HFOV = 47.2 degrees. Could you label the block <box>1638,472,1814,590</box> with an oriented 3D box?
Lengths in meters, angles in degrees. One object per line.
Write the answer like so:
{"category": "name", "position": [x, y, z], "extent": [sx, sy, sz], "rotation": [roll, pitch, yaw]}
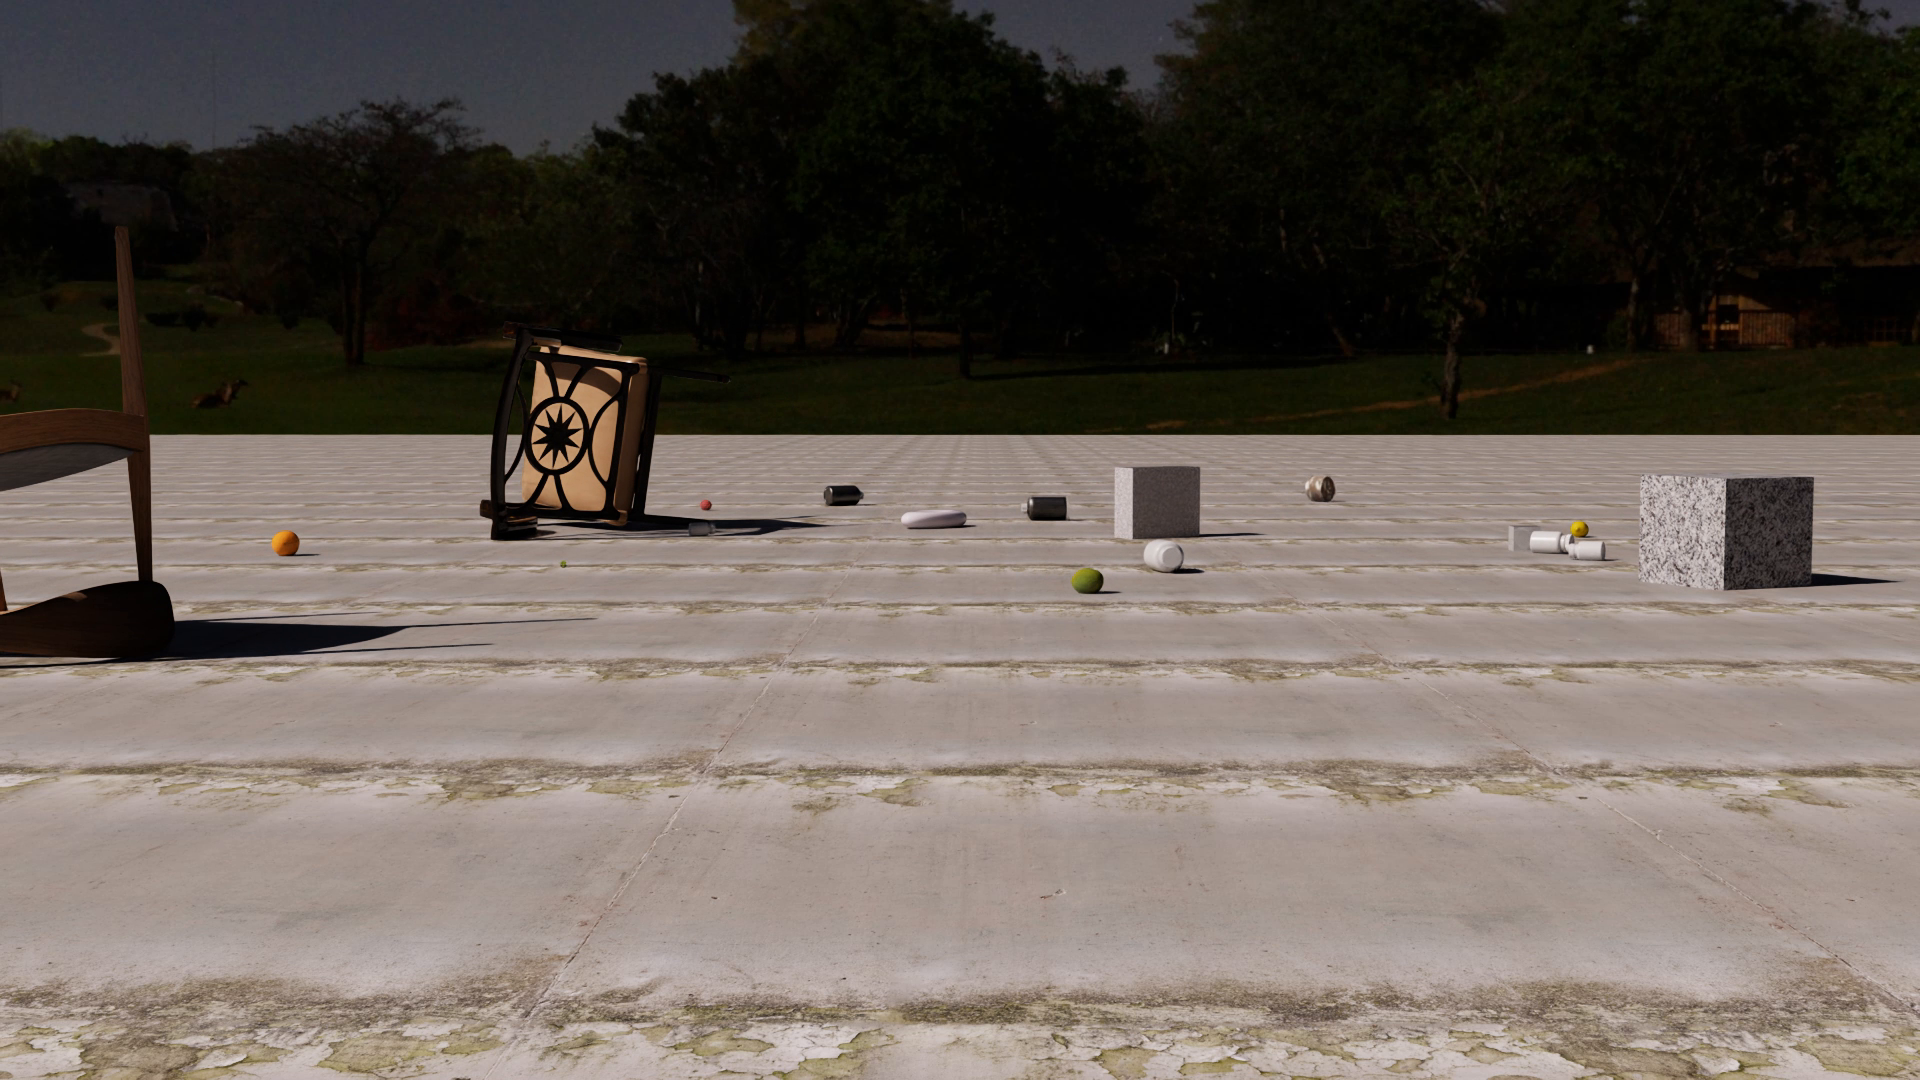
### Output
{"category": "block", "position": [1.764, -0.024, 5.070], "extent": [0.263, 0.250, 0.269], "rotation": [-2, 4, -25]}

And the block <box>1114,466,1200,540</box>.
{"category": "block", "position": [0.599, -0.115, 6.668], "extent": [0.244, 0.212, 0.098], "rotation": [-2, 4, -29]}

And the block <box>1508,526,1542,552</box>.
{"category": "block", "position": [1.571, -0.005, 6.120], "extent": [0.075, 0.068, 0.056], "rotation": [0, 4, 0]}

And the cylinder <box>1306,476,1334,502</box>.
{"category": "cylinder", "position": [1.439, -0.204, 8.781], "extent": [0.078, 0.100, 0.082], "rotation": [-10, 9, -36]}

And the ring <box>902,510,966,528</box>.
{"category": "ring", "position": [-0.084, -0.068, 7.141], "extent": [0.138, 0.054, 0.274], "rotation": [6, 6, 43]}
